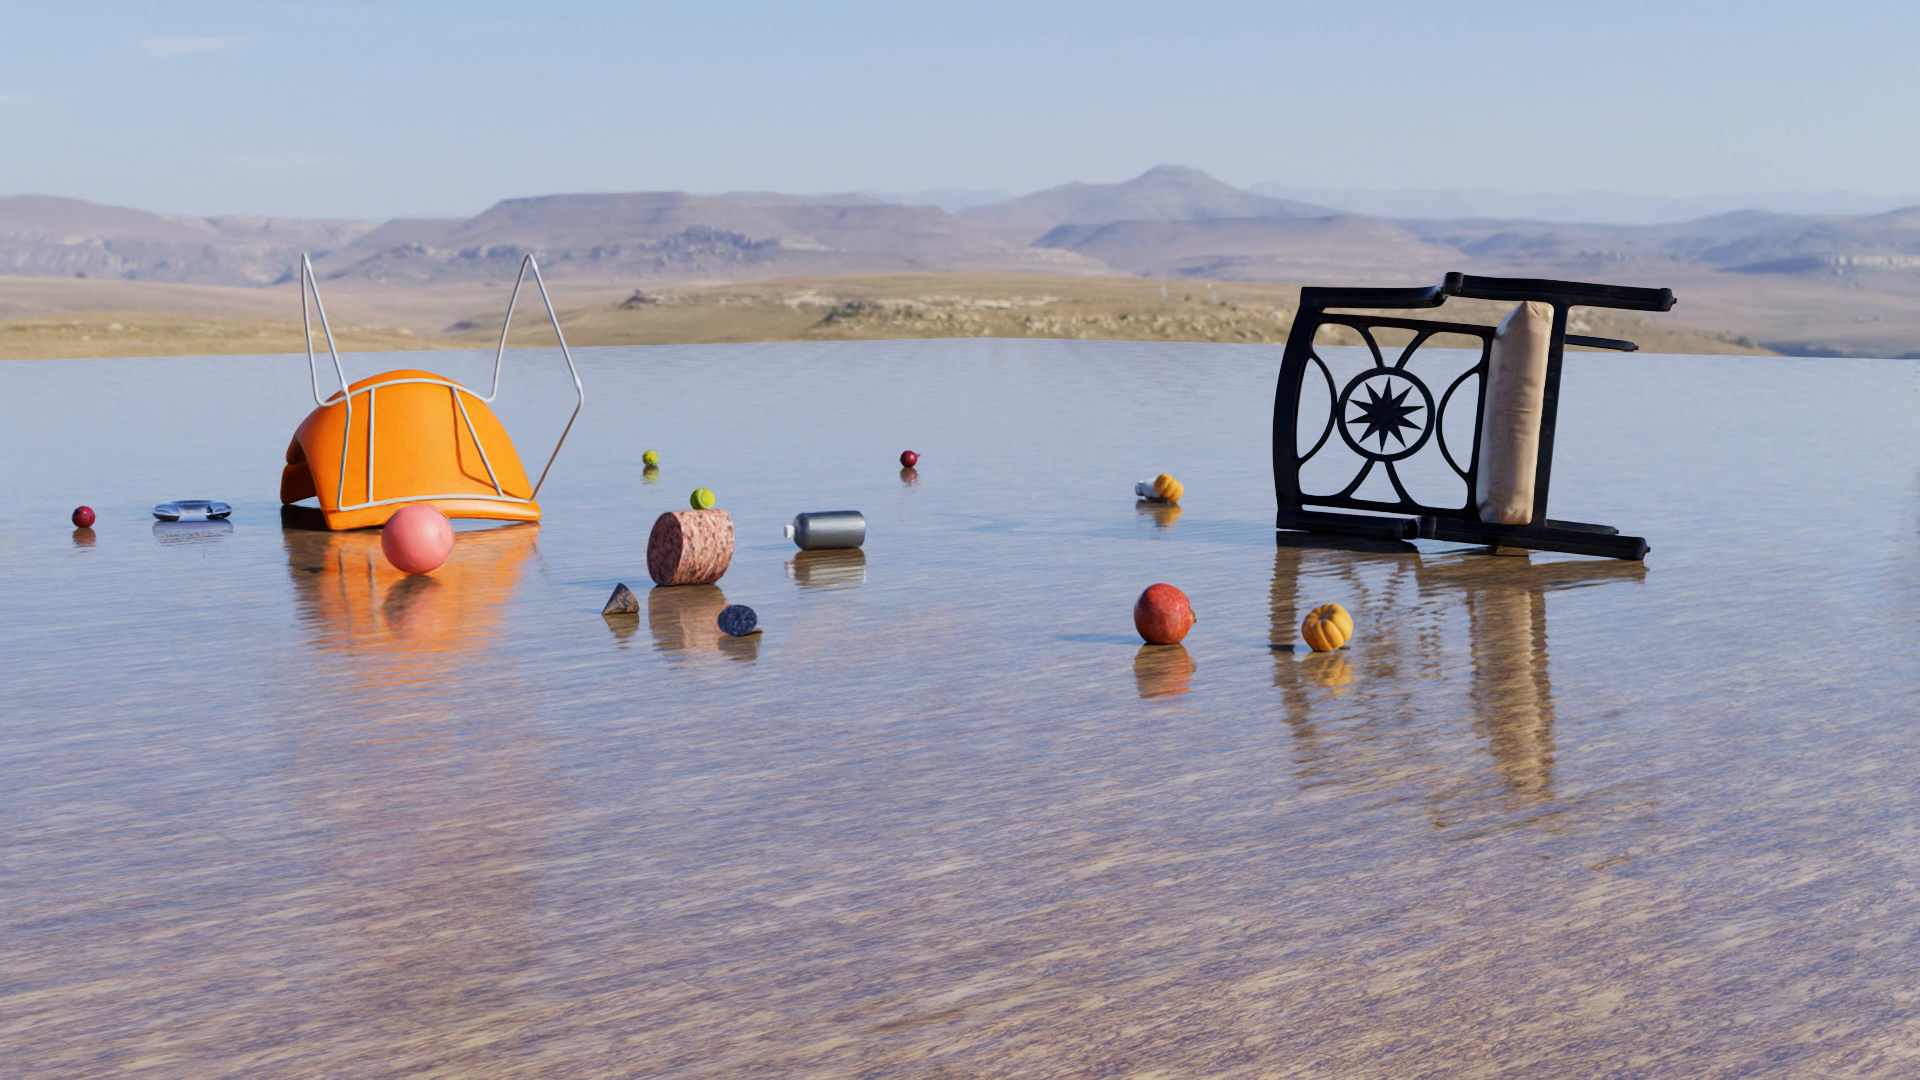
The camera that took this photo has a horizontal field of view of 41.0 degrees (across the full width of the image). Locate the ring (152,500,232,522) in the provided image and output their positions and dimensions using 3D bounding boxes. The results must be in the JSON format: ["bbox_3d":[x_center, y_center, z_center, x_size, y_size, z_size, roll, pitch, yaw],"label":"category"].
[{"bbox_3d":[-2.080,-0.080,6.952,0.207,0.049,0.213,3,6,29],"label":"ring"}]

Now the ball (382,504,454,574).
[{"bbox_3d":[-1.198,-0.001,5.662,0.155,0.155,0.155,0,6,0],"label":"ball"}]

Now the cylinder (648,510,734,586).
[{"bbox_3d":[-0.575,0.016,5.473,0.122,0.137,0.191,-4,-34,-33],"label":"cylinder"}]
